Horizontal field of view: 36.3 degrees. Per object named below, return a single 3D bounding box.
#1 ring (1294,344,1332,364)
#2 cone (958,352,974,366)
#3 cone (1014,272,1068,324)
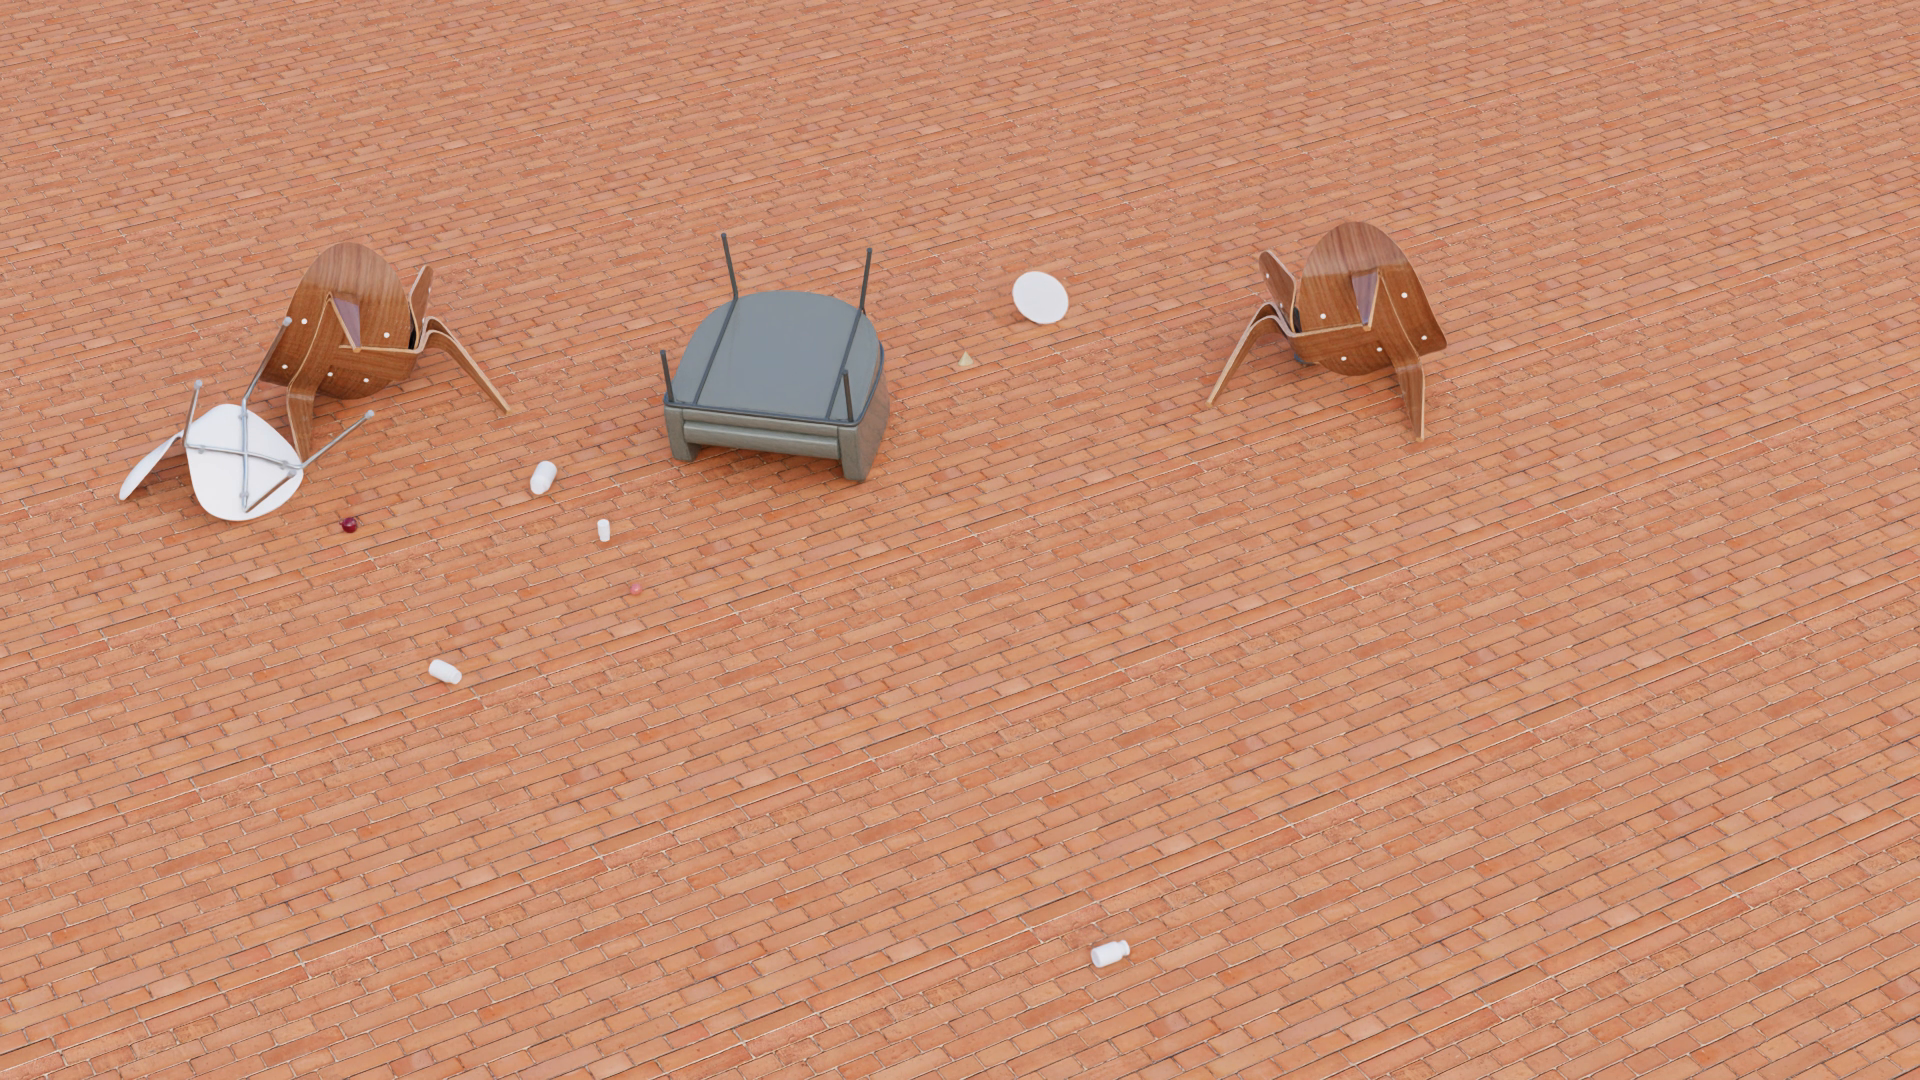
[{"bbox_3d":[1.455,-0.764,12.079,0.171,0.029,0.130,-17,38,-24],"label":"ring"},{"bbox_3d":[0.023,-0.750,12.028,0.074,0.060,0.042,-10,35,-15],"label":"cone"},{"bbox_3d":[0.317,-1.015,12.399,0.252,0.208,0.170,29,-9,-12],"label":"cone"}]
